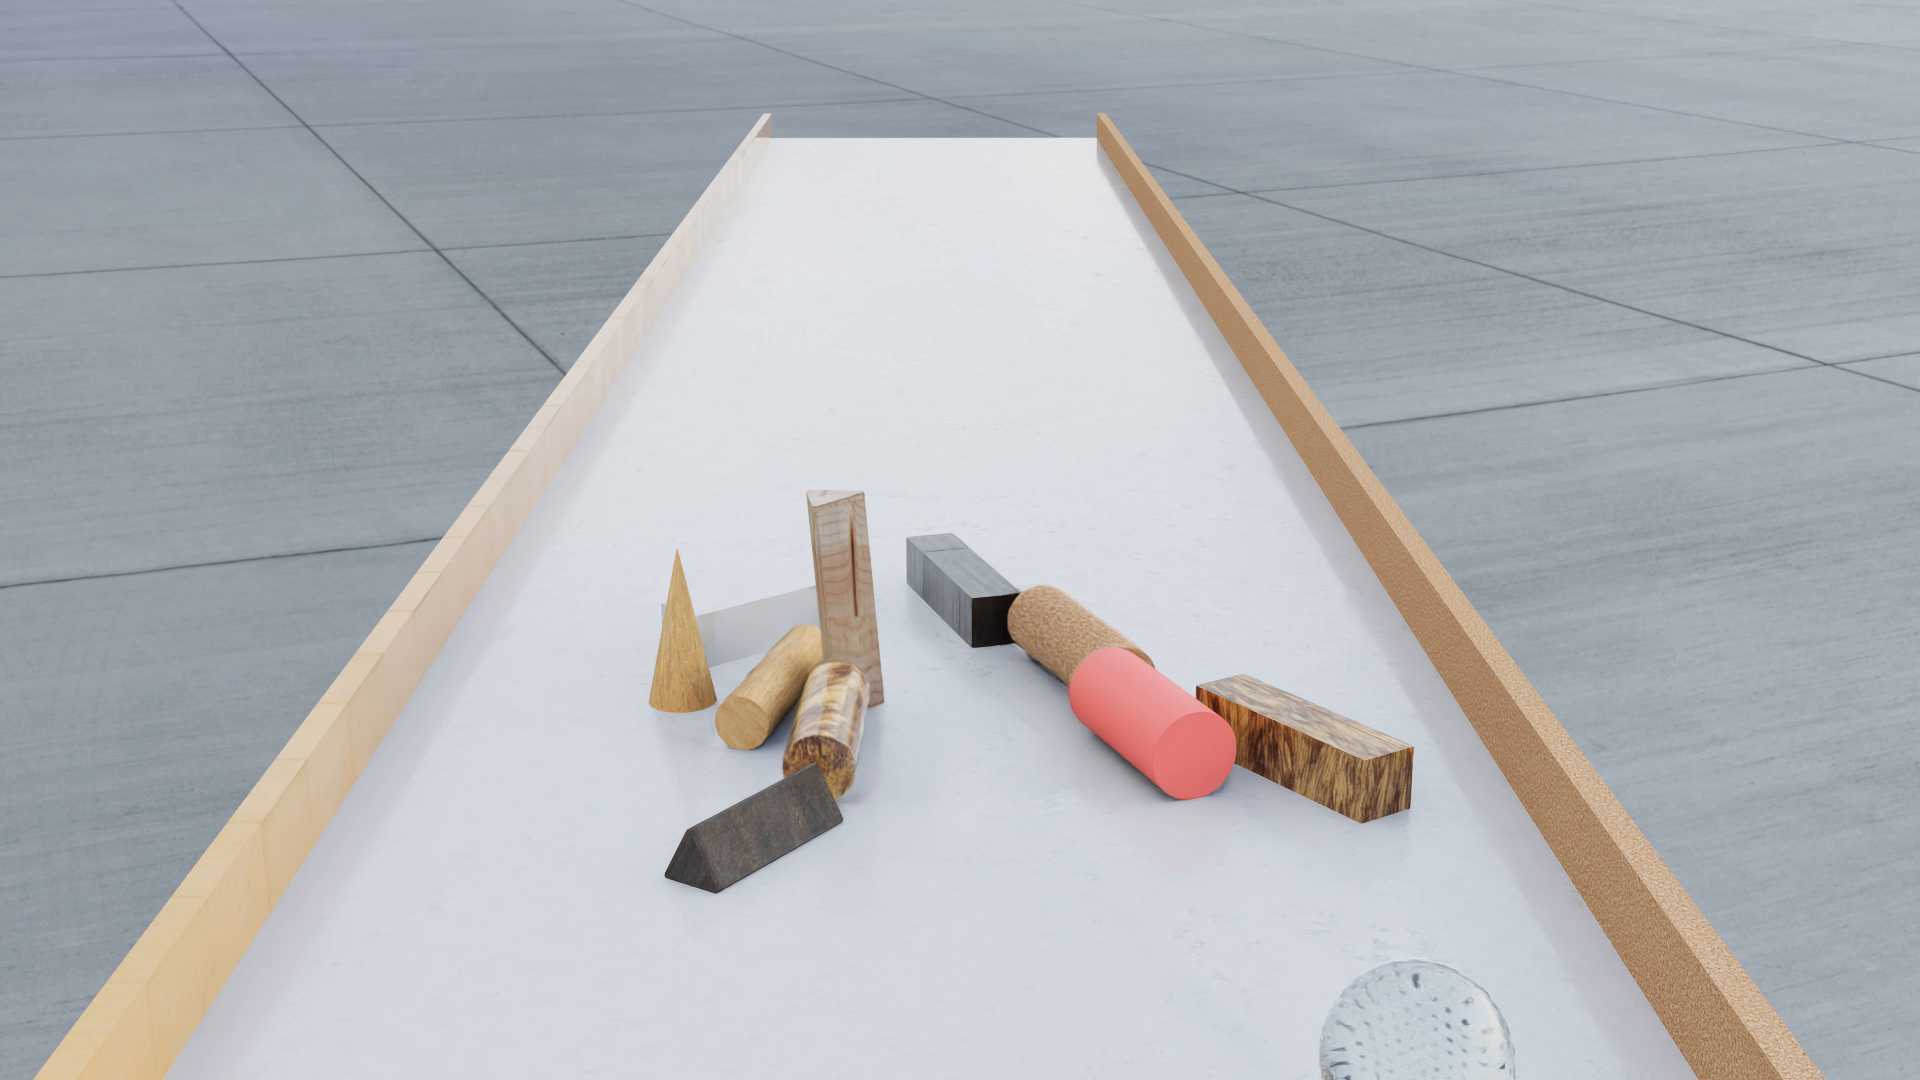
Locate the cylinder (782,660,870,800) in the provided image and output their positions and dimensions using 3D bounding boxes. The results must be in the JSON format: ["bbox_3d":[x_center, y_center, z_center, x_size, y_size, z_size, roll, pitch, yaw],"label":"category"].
[{"bbox_3d":[-0.233,0.334,3.890,0.123,0.123,0.372,0,17,2],"label":"cylinder"}]

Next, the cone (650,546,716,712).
[{"bbox_3d":[-0.529,0.159,4.152,0.129,0.309,0.129,0,17,0],"label":"cone"}]

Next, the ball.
[{"bbox_3d":[0.557,0.633,2.686,0.236,0.236,0.236,0,17,0],"label":"ball"}]

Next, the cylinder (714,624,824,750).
[{"bbox_3d":[-0.347,0.271,4.136,0.102,0.102,0.415,4,17,12],"label":"cylinder"}]

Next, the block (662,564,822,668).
[{"bbox_3d":[-0.405,0.153,4.511,0.418,0.114,0.114,-14,22,-40],"label":"block"}]

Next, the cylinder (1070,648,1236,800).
[{"bbox_3d":[0.335,0.319,3.876,0.159,0.159,0.347,-6,18,-20],"label":"cylinder"}]

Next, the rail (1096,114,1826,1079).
[{"bbox_3d":[0.932,-0.844,7.801,0.050,0.150,12.000,0,17,-1],"label":"rail"}]

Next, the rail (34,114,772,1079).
[{"bbox_3d":[-1.118,-0.838,7.780,0.050,0.150,12.000,0,17,-1],"label":"rail"}]

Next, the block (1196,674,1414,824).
[{"bbox_3d":[0.591,0.357,3.829,0.113,0.113,0.429,-11,20,-33],"label":"block"}]

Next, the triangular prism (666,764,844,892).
[{"bbox_3d":[-0.329,0.452,3.534,0.107,0.093,0.325,10,19,32],"label":"triangular prism"}]

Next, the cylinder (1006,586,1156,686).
[{"bbox_3d":[0.231,0.212,4.273,0.138,0.138,0.405,-6,18,-20],"label":"cylinder"}]

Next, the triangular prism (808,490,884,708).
[{"bbox_3d":[-0.235,0.114,4.107,0.116,0.417,0.100,-18,22,-37],"label":"triangular prism"}]

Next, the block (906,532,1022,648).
[{"bbox_3d":[0.004,0.102,4.694,0.108,0.108,0.460,-5,17,-17],"label":"block"}]
